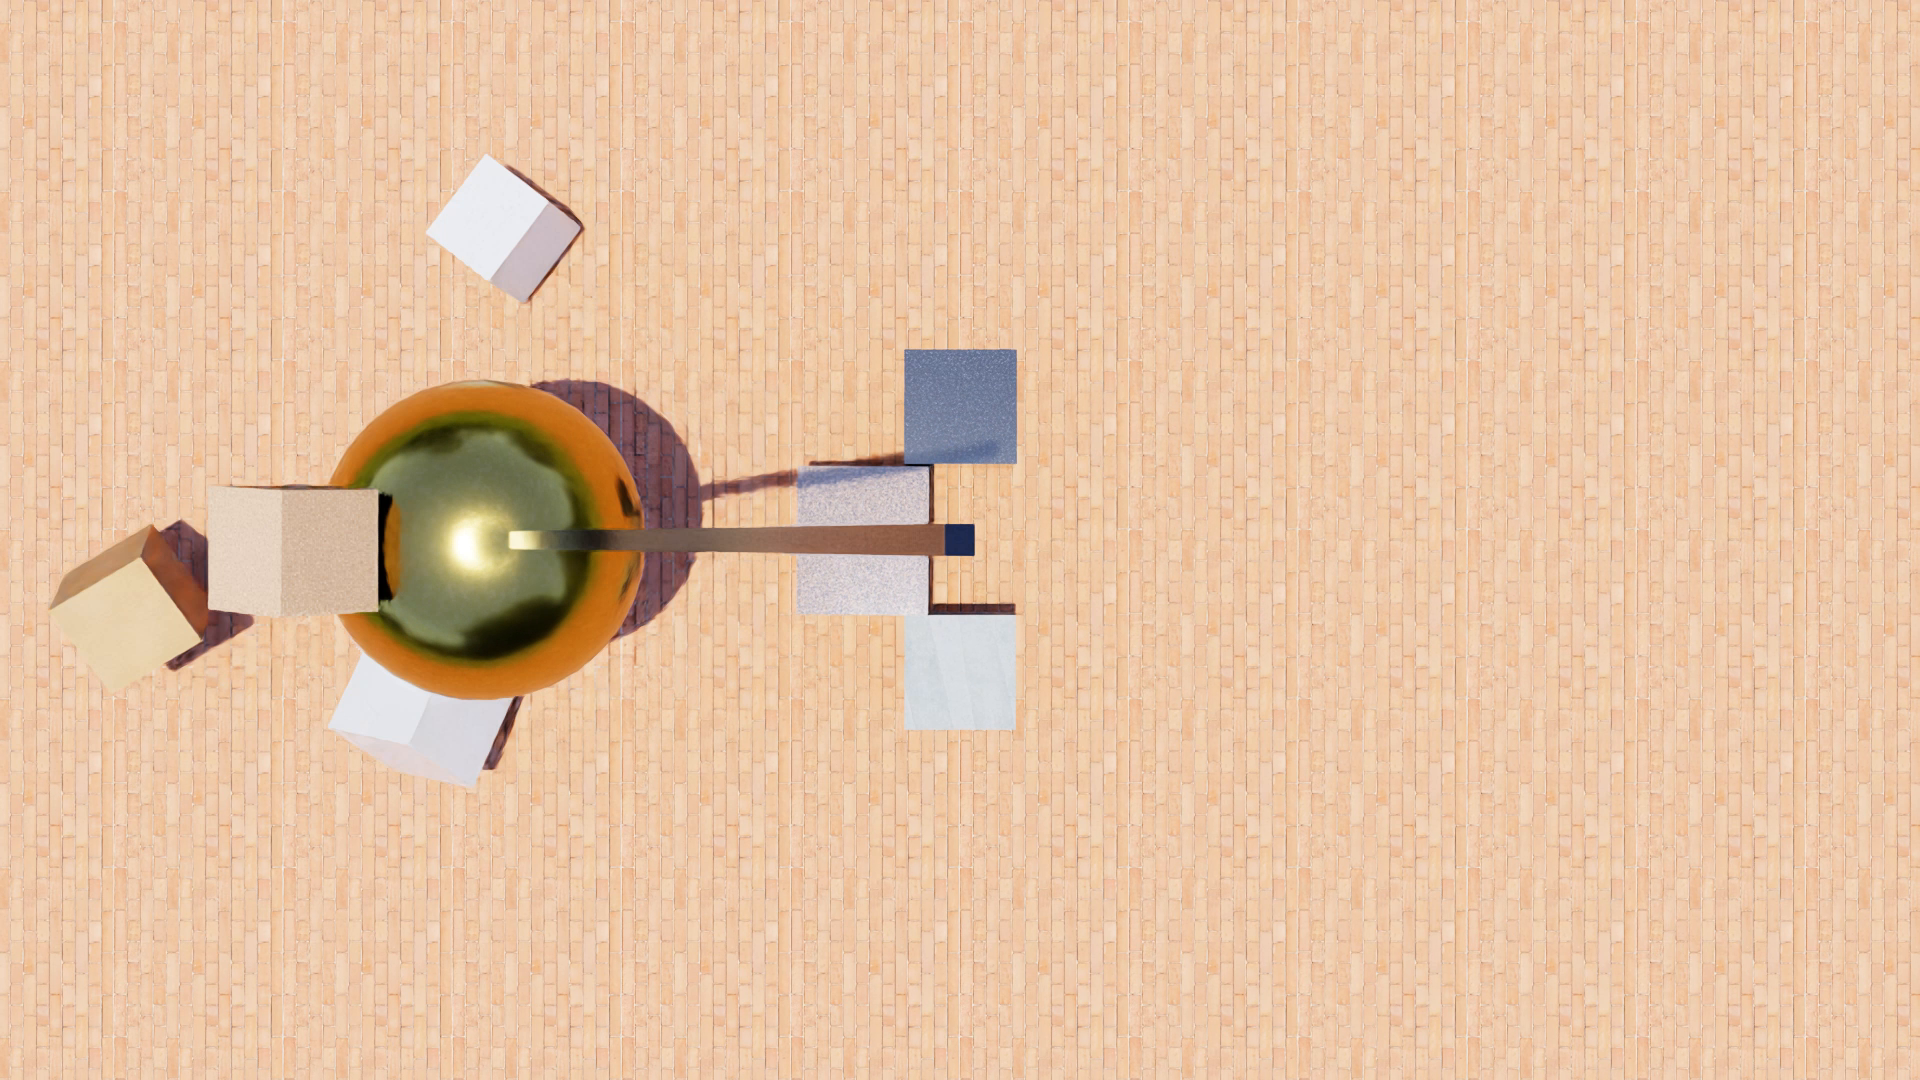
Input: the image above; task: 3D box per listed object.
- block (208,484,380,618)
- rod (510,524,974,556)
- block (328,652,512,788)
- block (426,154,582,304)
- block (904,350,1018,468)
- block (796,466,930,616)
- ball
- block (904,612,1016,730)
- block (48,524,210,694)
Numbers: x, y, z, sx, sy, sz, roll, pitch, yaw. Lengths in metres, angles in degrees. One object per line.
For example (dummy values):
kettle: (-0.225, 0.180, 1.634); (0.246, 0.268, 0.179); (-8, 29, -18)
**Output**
block: (-3.070, 0.042, 10.139); (0.534, 0.535, 0.567); (4, 94, 36)
rod: (-1.026, 0.000, 7.821); (0.080, 5.200, 0.080); (0, 90, -23)
block: (-3.037, 0.943, 12.476); (0.612, 0.618, 0.644); (8, 66, 30)
block: (-2.625, -1.788, 12.685); (0.489, 0.533, 0.566); (37, 90, 13)
block: (0.003, -0.746, 12.640); (0.630, 0.720, 0.640); (0, 90, 0)
block: (-0.542, 0.004, 12.625); (0.733, 0.749, 0.828); (0, 90, 0)
ball: (-2.367, 0.000, 10.945); (1.600, 1.600, 1.600); (0, 90, 0)
block: (0.001, 0.744, 12.679); (0.625, 0.642, 0.644); (0, 90, 0)
block: (-4.643, 0.377, 12.337); (0.567, 0.679, 0.574); (-31, 111, -4)
